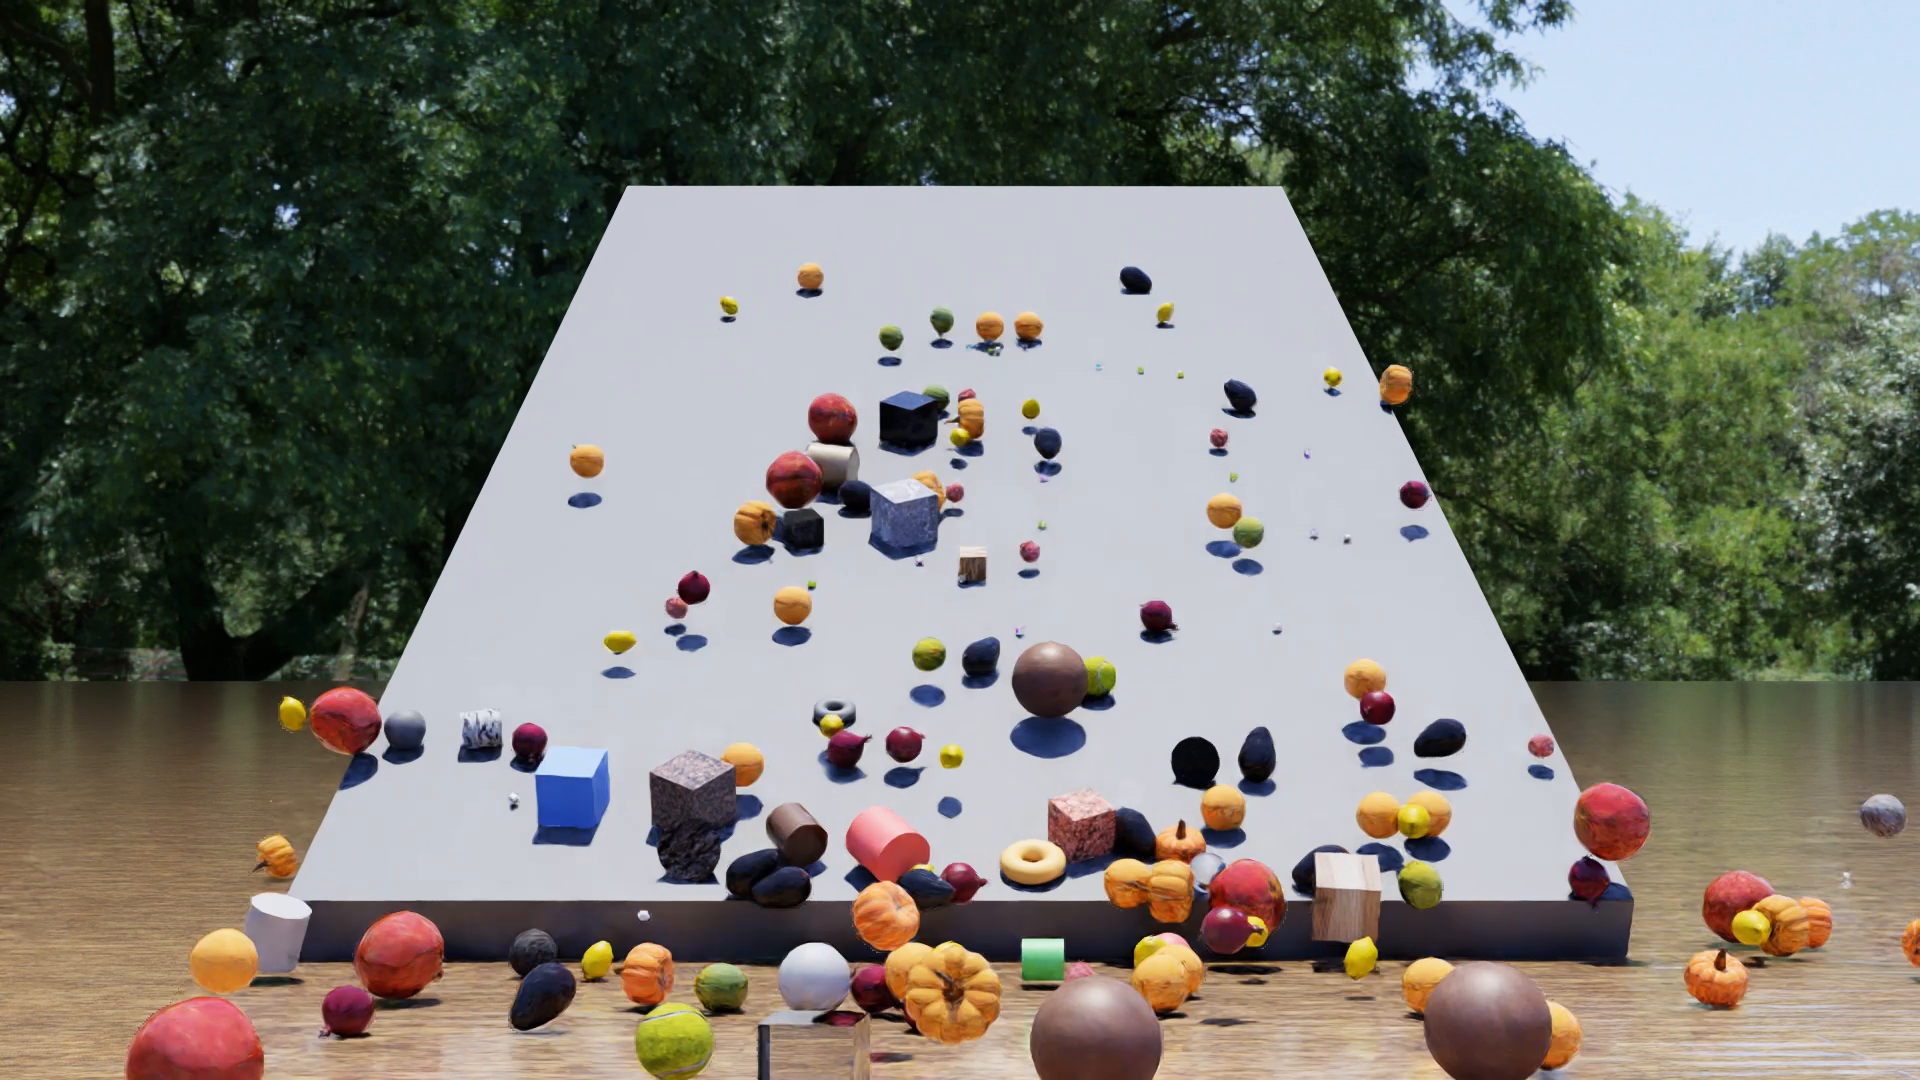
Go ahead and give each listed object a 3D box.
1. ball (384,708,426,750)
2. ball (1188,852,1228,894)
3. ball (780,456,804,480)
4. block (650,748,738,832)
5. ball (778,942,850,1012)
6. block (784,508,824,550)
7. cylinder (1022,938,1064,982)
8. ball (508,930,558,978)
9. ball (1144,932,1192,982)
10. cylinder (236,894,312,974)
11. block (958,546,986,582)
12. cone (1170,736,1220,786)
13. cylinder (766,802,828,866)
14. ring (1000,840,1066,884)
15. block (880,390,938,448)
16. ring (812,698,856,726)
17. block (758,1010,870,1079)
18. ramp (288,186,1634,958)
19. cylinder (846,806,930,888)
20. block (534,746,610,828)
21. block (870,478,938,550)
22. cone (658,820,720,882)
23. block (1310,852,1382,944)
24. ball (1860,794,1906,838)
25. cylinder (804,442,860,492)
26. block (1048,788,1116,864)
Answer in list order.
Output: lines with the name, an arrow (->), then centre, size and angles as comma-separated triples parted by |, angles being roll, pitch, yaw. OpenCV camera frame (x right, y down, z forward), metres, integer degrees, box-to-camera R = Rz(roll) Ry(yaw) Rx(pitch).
ball -> -0.920, 0.313, 3.854 | 0.068, 0.068, 0.068 | 0, -3, 0
ball -> 0.368, 0.495, 3.458 | 0.060, 0.060, 0.060 | 0, -3, 0
ball -> -0.357, -0.152, 4.931 | 0.051, 0.051, 0.051 | 0, -3, 0
block -> -0.416, 0.399, 3.629 | 0.094, 0.094, 0.094 | 17, 29, 33
ball -> -0.180, 0.542, 2.868 | 0.090, 0.090, 0.090 | 0, -3, 0
block -> -0.311, -0.023, 4.627 | 0.060, 0.060, 0.060 | -10, 26, -23
cylinder -> 0.113, 0.570, 3.153 | 0.057, 0.057, 0.057 | 1, -3, 0
ball -> -0.597, 0.578, 3.247 | 0.068, 0.068, 0.068 | 0, -3, 0
ball -> 0.287, 0.575, 3.204 | 0.067, 0.067, 0.067 | 0, -3, 0
cylinder -> -0.950, 0.544, 3.217 | 0.082, 0.082, 0.082 | 17, 9, -3
block -> 0.024, 0.045, 4.486 | 0.051, 0.051, 0.051 | -1, 24, -3
cone -> 0.394, 0.361, 3.790 | 0.081, 0.081, 0.081 | -1, -5, 21
cylinder -> -0.249, 0.449, 3.543 | 0.073, 0.073, 0.073 | 2, 20, -31
ring -> 0.111, 0.486, 3.510 | 0.100, 0.033, 0.100 | -1, 23, 1
block -> -0.114, -0.267, 5.145 | 0.090, 0.090, 0.090 | 18, 29, 34
ring -> -0.213, 0.292, 3.960 | 0.075, 0.025, 0.075 | 1, 23, 0
block -> -0.140, 0.507, 2.237 | 0.093, 0.093, 0.093 | 0, -3, 7
ramp -> -0.008, -0.228, 5.291 | 2.000, 0.100, 4.000 | 0, 24, 0
cylinder -> -0.109, 0.461, 3.492 | 0.093, 0.093, 0.093 | 2, 19, -35
block -> -0.609, 0.389, 3.655 | 0.091, 0.091, 0.091 | 3, 24, 6
block -> -0.112, -0.054, 4.652 | 0.098, 0.098, 0.098 | -13, 27, -28
cone -> -0.403, 0.467, 3.538 | 0.096, 0.096, 0.096 | 0, 0, 5
block -> 0.559, 0.519, 3.370 | 0.091, 0.091, 0.091 | 3, 26, 5
ball -> 1.862, 0.556, 4.685 | 0.087, 0.087, 0.087 | 0, -3, 0
cylinder -> -0.269, -0.153, 4.878 | 0.093, 0.093, 0.093 | 7, -2, 13
block -> 0.186, 0.438, 3.567 | 0.075, 0.075, 0.075 | -12, 27, -26
